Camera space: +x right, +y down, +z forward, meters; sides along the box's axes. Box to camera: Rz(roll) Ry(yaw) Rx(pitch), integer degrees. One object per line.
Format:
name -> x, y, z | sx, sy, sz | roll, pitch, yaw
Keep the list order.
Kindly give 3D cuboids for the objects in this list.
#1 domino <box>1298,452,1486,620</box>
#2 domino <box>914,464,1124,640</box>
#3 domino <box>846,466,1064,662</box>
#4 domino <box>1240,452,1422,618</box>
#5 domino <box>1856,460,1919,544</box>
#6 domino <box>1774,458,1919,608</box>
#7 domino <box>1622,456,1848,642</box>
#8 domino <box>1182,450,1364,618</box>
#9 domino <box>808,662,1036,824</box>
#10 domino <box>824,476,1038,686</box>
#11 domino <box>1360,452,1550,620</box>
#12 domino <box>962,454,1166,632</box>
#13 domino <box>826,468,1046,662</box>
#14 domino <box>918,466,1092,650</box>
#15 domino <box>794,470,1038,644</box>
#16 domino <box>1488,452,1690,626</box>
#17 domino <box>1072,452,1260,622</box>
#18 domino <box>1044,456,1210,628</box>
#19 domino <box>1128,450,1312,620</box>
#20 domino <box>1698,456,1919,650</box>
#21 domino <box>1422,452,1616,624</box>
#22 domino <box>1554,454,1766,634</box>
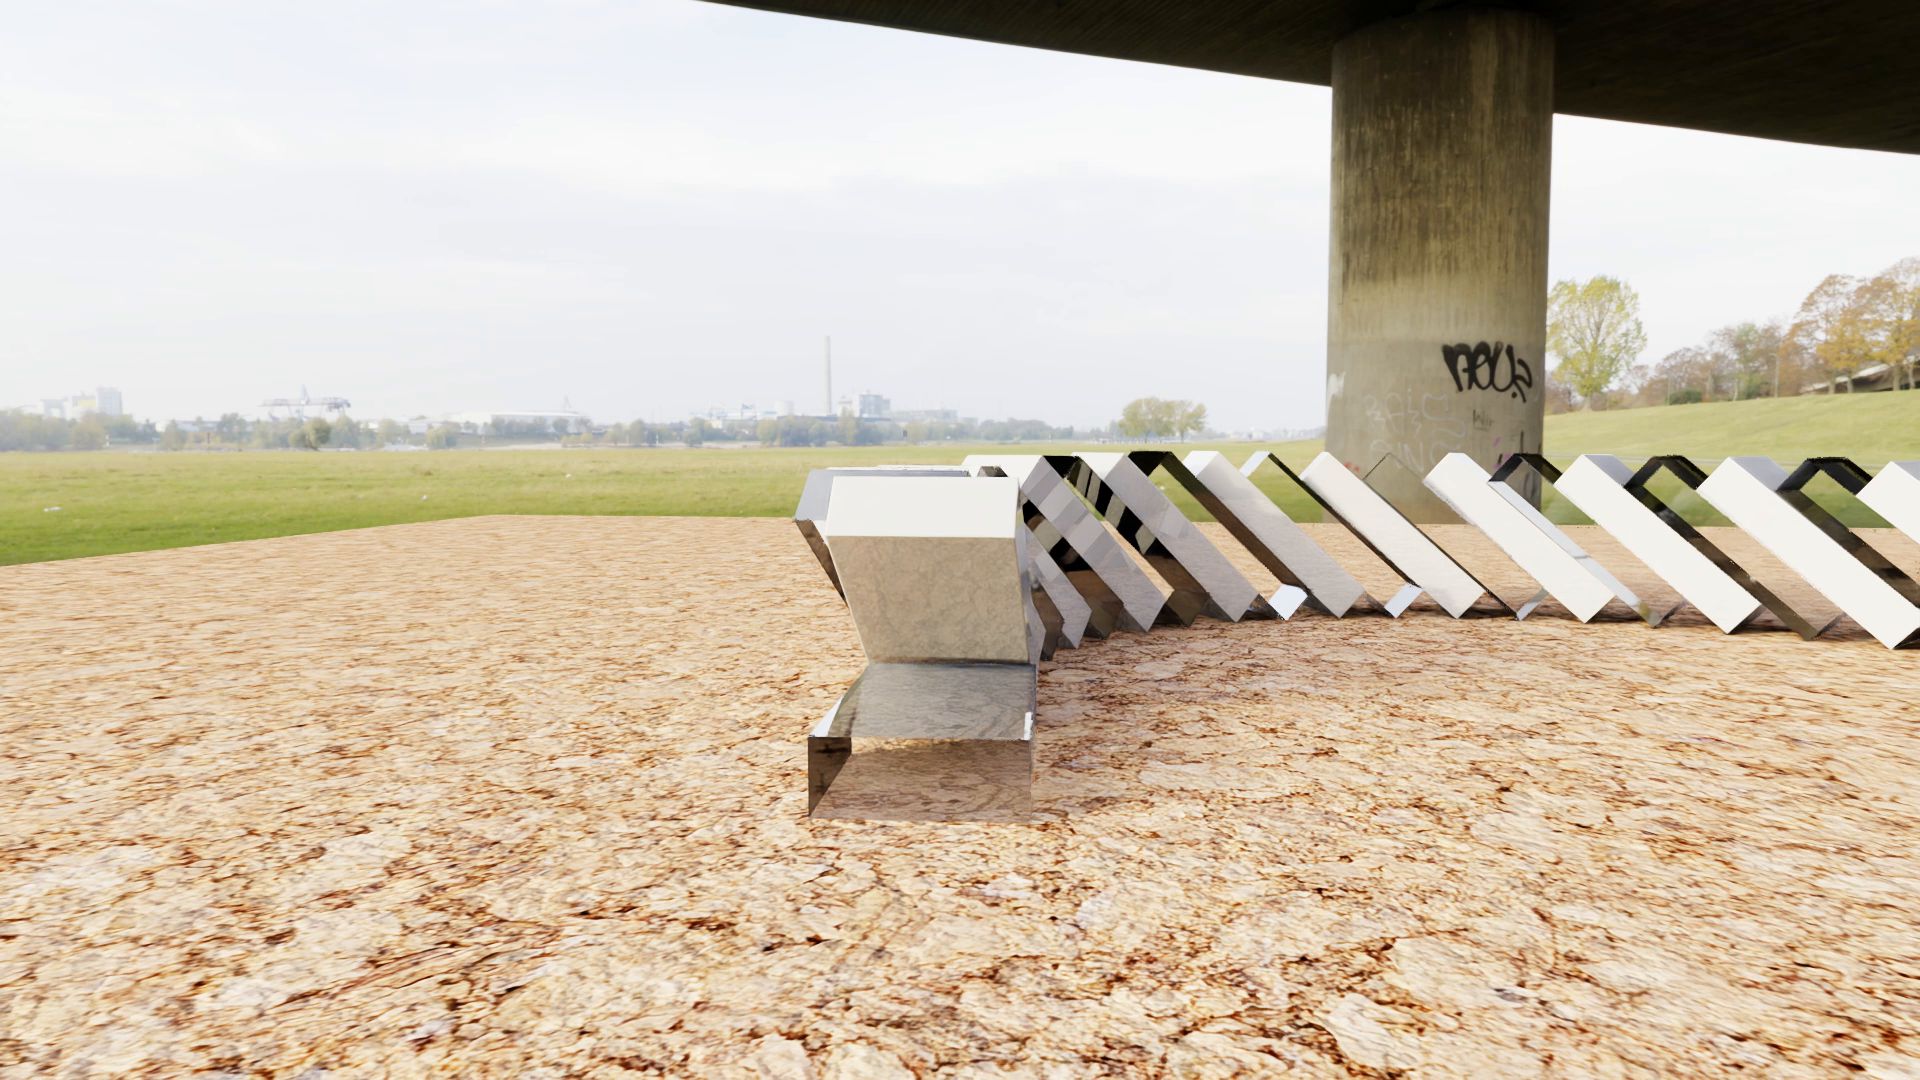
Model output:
domino -> 0.108, -0.002, 0.325 | 0.050, 0.010, 0.025 | 43, 12, 6
domino -> 0.011, 0.003, 0.274 | 0.025, 0.009, 0.050 | 4, -32, 46
domino -> -0.001, 0.005, 0.242 | 0.025, 0.009, 0.050 | 3, -33, 30
domino -> 0.092, -0.002, 0.325 | 0.050, 0.009, 0.025 | 42, 7, 1
domino -> 0.212, 0.004, 0.261 | 0.025, 0.009, 0.050 | -3, 45, -39
domino -> 0.202, 0.002, 0.273 | 0.025, 0.009, 0.050 | -3, 45, -39
domino -> 0.179, 0.001, 0.294 | 0.025, 0.009, 0.050 | -5, 47, -46
domino -> 0.076, -0.002, 0.322 | 0.050, 0.010, 0.025 | 42, 0, -6
domino -> -0.003, 0.025, 0.169 | 0.025, 0.009, 0.050 | 0, 4, 4
domino -> -0.002, 0.009, 0.189 | 0.025, 0.009, 0.050 | 1, -33, 7
domino -> 0.124, -0.002, 0.323 | 0.050, 0.010, 0.025 | 44, 17, 12
domino -> 0.022, 0.001, 0.287 | 0.025, 0.009, 0.050 | 5, -35, 52
domino -> -0.004, 0.006, 0.224 | 0.025, 0.010, 0.050 | 2, -34, 22
domino -> 0.004, 0.004, 0.258 | 0.025, 0.010, 0.050 | 3, -33, 37
domino -> -0.005, 0.008, 0.208 | 0.025, 0.010, 0.050 | 1, -34, 19
domino -> 0.155, -0.001, 0.313 | 0.025, 0.009, 0.050 | -4, 47, -53
domino -> 0.047, -0.001, 0.309 | 0.050, 0.009, 0.025 | 43, -12, -19
domino -> 0.033, 0.000, 0.299 | 0.050, 0.009, 0.025 | 44, -18, -26
domino -> 0.061, -0.002, 0.317 | 0.050, 0.009, 0.025 | 43, -6, -13
domino -> 0.192, 0.001, 0.284 | 0.025, 0.009, 0.050 | -4, 46, -41
domino -> 0.140, -0.002, 0.320 | 0.050, 0.010, 0.025 | 46, 23, 19
domino -> 0.168, 0.000, 0.305 | 0.025, 0.009, 0.050 | -4, 46, -48
